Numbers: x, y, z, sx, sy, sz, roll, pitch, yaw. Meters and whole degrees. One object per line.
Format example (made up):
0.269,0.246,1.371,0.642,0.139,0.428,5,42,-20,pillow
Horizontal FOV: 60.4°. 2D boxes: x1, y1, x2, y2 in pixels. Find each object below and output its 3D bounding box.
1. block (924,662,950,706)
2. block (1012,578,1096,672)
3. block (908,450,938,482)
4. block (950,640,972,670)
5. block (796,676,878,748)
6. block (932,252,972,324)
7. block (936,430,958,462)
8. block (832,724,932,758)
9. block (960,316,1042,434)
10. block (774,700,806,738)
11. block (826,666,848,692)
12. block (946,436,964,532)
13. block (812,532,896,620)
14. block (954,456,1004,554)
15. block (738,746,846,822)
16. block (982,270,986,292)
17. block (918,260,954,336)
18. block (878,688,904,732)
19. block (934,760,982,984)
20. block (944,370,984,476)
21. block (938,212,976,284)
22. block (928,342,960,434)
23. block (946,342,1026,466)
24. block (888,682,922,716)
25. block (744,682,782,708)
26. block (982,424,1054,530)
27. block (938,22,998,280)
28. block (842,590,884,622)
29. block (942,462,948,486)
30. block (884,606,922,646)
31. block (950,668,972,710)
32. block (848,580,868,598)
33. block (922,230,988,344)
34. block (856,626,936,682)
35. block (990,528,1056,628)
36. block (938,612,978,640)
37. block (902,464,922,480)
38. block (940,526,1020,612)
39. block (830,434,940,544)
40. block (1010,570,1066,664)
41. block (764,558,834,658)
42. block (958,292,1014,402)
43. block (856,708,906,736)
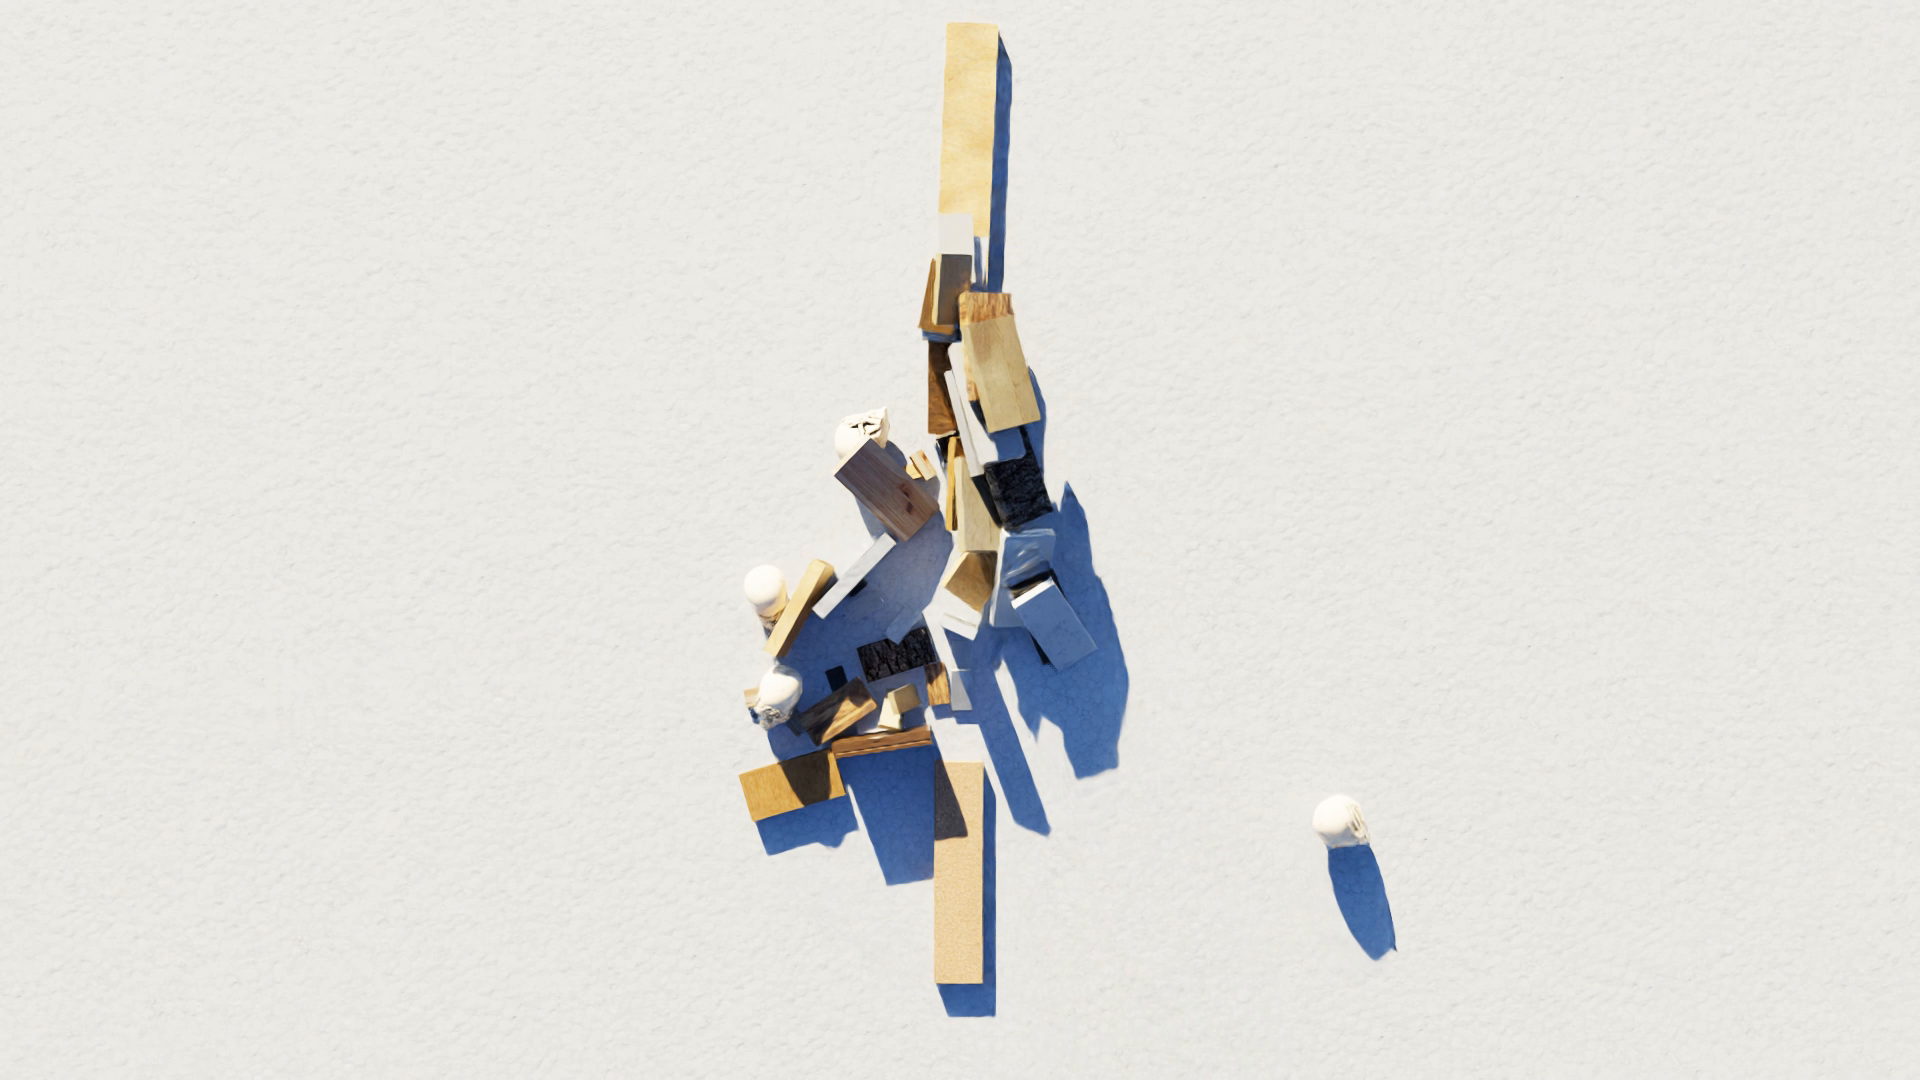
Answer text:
-0.077,0.478,5.490,0.068,0.019,0.136,-9,90,0,block
0.309,0.279,5.376,0.151,0.043,0.302,-32,119,4,block
-0.122,-0.249,5.483,0.049,0.014,0.098,-33,90,-26,block
0.003,0.402,5.490,0.068,0.019,0.136,-1,90,0,block
-0.405,0.568,5.459,0.241,0.034,0.121,-34,85,1,block
-0.025,-0.793,5.215,0.111,0.031,0.222,-4,107,-28,block
-0.027,-0.292,5.453,0.069,0.020,0.139,-18,124,0,block
-0.254,0.661,5.420,0.320,0.160,0.045,-8,91,0,block
0.128,-0.521,5.173,0.171,0.048,0.341,-16,92,-30,block
-0.557,0.594,5.492,0.060,0.017,0.120,-42,90,0,block
-0.401,0.483,5.492,0.060,0.017,0.120,-20,90,0,block
0.035,-0.185,5.425,0.153,0.043,0.305,-2,99,-29,block
-0.346,0.114,5.414,0.048,0.170,0.340,44,90,-3,block
0.065,-0.113,5.351,0.153,0.043,0.305,3,79,-29,block
-0.556,0.810,5.477,0.320,0.045,0.160,-16,90,0,block
-0.004,-0.746,5.420,0.175,0.049,0.349,1,103,0,block
-0.058,-0.776,5.269,0.111,0.031,0.222,11,101,-2,block
-0.218,0.560,5.443,0.075,0.021,0.149,11,49,1,block
-0.005,1.101,5.477,0.160,0.045,0.732,0,90,0,block
0.075,-0.394,5.338,0.173,0.049,0.347,-17,94,-32,block
-0.011,-0.933,5.292,0.111,0.031,0.222,-2,90,0,block
-0.017,-0.525,5.418,0.175,0.049,0.349,1,103,0,block
0.085,-0.441,5.248,0.151,0.043,0.394,-12,82,-31,block
-0.182,0.524,5.429,0.021,0.149,0.075,-17,89,29,block
-0.656,0.517,5.489,0.120,0.017,0.060,-11,86,-1,block
0.167,-0.226,5.321,0.173,0.049,0.347,-23,98,-31,block
0.020,-1.213,5.476,0.171,0.048,0.994,3,90,0,block
-0.319,0.220,5.491,0.125,0.018,0.063,-28,90,0,block
-0.014,-0.193,5.469,0.069,0.020,0.139,-9,105,-6,block
-0.191,0.283,5.468,0.063,0.018,0.125,34,76,18,block
0.005,0.497,5.477,0.068,0.019,0.136,-1,102,0,block
-0.337,0.159,5.437,0.063,0.125,0.018,-38,94,0,block
-0.015,-0.812,5.332,0.175,0.049,0.349,7,90,0,block
-0.210,0.381,5.483,0.241,0.034,0.121,-18,90,0,block
0.202,0.124,5.376,0.170,0.048,0.340,-2,119,-16,block
-0.006,0.279,5.379,0.121,0.241,0.034,24,90,0,block
-0.180,-0.220,5.485,0.098,0.014,0.049,-16,82,-6,block
0.086,0.069,5.439,0.153,0.043,0.305,37,84,-21,block
-0.242,-0.167,5.405,0.173,0.049,0.346,-46,115,0,block
0.288,0.253,5.407,0.151,0.043,0.302,-24,119,0,block
-0.527,0.222,5.413,0.048,0.170,0.340,29,90,6,block
0.094,-0.609,5.220,0.171,0.048,0.341,-3,85,-29,block
-0.264,0.599,5.474,0.156,0.021,0.075,-8,72,4,block
